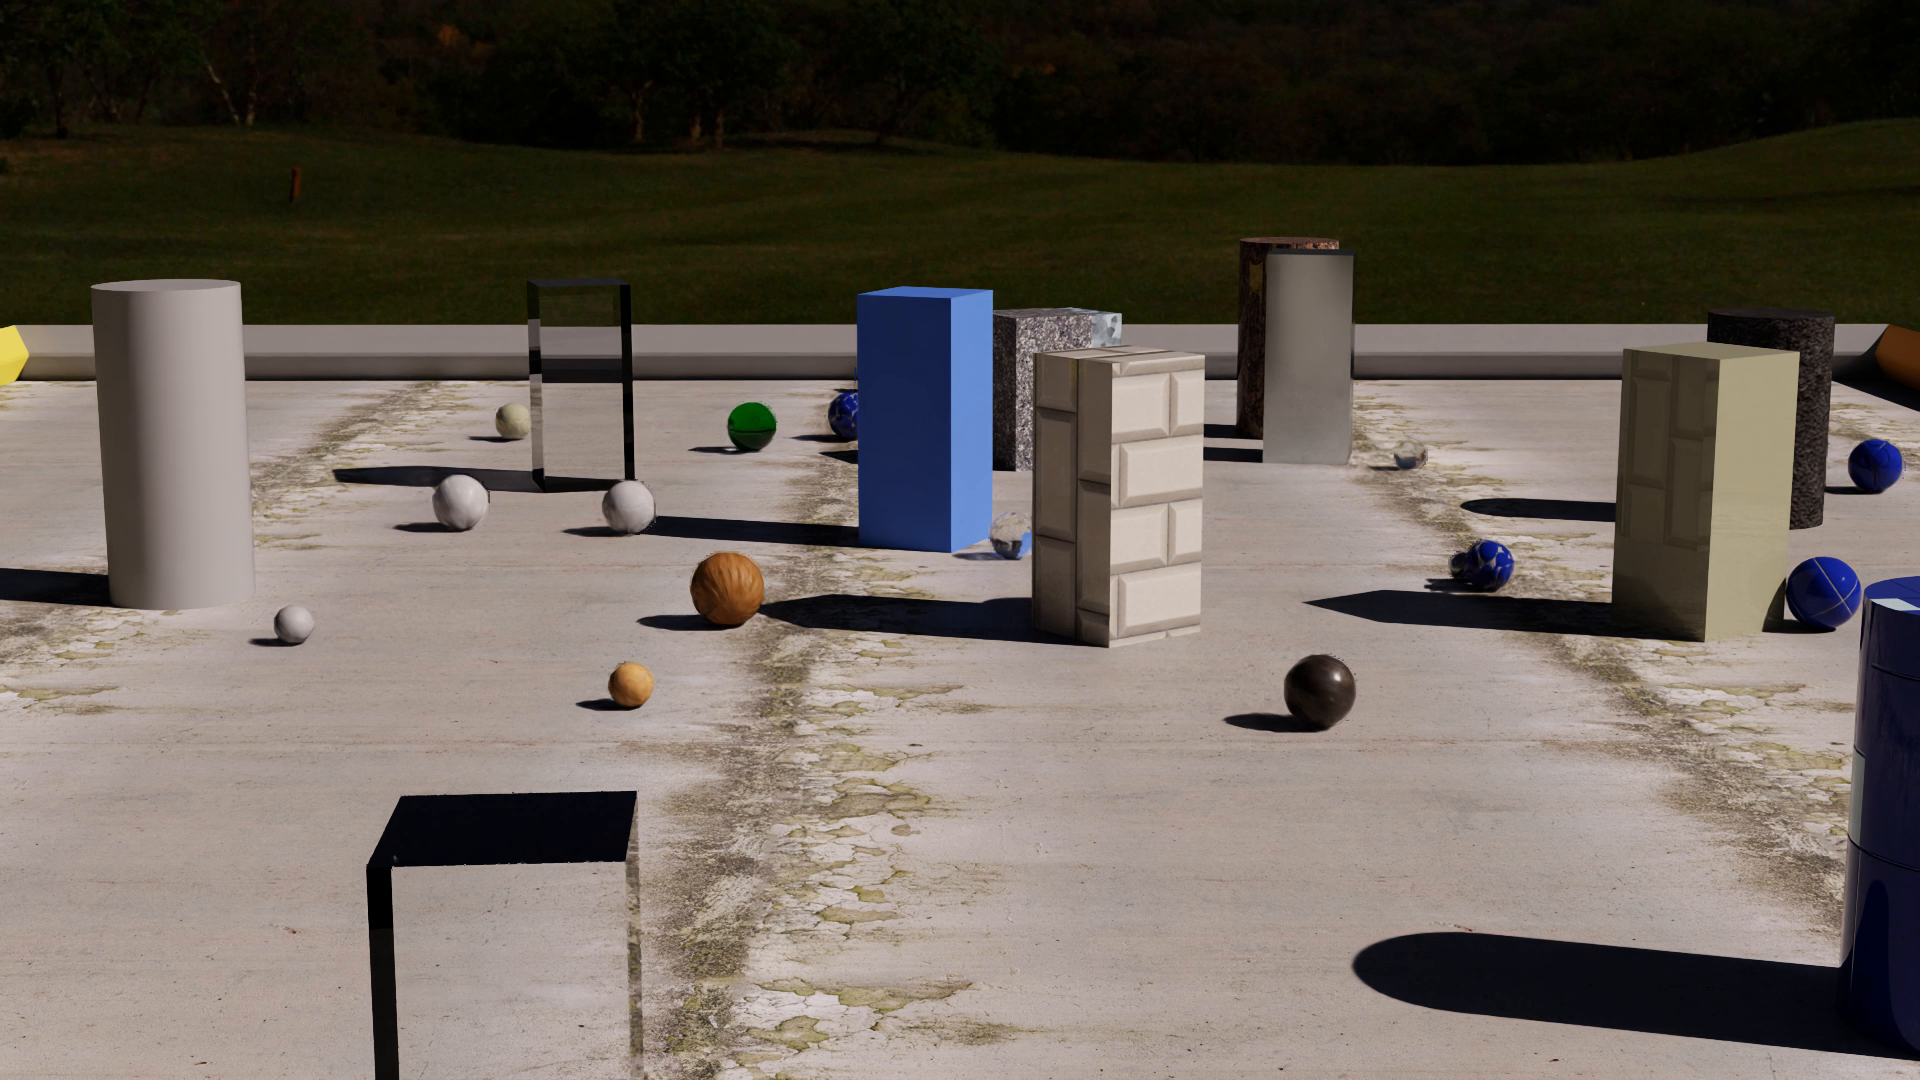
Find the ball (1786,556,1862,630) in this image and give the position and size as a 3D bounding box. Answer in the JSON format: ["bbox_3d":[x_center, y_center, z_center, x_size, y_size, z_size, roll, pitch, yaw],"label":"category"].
[{"bbox_3d":[1.125,0.069,3.343,0.096,0.096,0.096,0,11,0],"label":"ball"}]

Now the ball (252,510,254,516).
[{"bbox_3d":[-1.138,-0.042,3.968,0.086,0.086,0.086,0,11,0],"label":"ball"}]

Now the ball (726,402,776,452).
[{"bbox_3d":[-0.397,-0.215,4.878,0.094,0.094,0.094,0,11,0],"label":"ball"}]

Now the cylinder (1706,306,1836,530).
[{"bbox_3d":[1.295,-0.198,4.124,0.194,0.335,0.194,0,11,0],"label":"cylinder"}]

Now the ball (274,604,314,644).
[{"bbox_3d":[-0.847,0.107,3.261,0.050,0.050,0.050,0,11,0],"label":"ball"}]

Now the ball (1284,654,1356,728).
[{"bbox_3d":[0.400,0.167,2.852,0.081,0.081,0.081,0,11,0],"label":"ball"}]

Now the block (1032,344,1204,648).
[{"bbox_3d":[0.203,-0.061,3.315,0.156,0.361,0.156,-8,13,-37],"label":"block"}]

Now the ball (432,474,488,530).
[{"bbox_3d":[-0.790,-0.060,4.056,0.088,0.088,0.088,0,11,0],"label":"ball"}]

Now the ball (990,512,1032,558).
[{"bbox_3d":[0.079,-0.007,3.822,0.070,0.070,0.070,0,11,0],"label":"ball"}]

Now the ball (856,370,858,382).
[{"bbox_3d":[-0.199,-0.371,5.776,0.072,0.072,0.072,0,11,0],"label":"ball"}]

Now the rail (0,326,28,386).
[{"bbox_3d":[-2.162,0.035,3.437,0.045,0.126,5.170,0,11,0],"label":"rail"}]

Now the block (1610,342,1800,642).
[{"bbox_3d":[0.969,-0.067,3.343,0.156,0.362,0.156,-7,13,-34],"label":"block"}]

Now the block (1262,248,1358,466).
[{"bbox_3d":[0.651,-0.342,4.766,0.156,0.385,0.156,2,11,11],"label":"block"}]

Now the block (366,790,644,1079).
[{"bbox_3d":[-0.287,0.305,1.653,0.156,0.249,0.156,-1,11,-4],"label":"block"}]

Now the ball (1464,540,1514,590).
[{"bbox_3d":[0.740,0.036,3.593,0.069,0.069,0.069,0,11,0],"label":"ball"}]

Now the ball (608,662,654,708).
[{"bbox_3d":[-0.377,0.166,2.939,0.051,0.051,0.051,0,11,0],"label":"ball"}]

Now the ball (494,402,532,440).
[{"bbox_3d":[-0.875,-0.233,5.027,0.074,0.074,0.074,0,11,0],"label":"ball"}]

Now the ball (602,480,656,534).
[{"bbox_3d":[-0.519,-0.051,4.020,0.084,0.084,0.084,0,11,0],"label":"ball"}]

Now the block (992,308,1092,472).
[{"bbox_3d":[0.134,-0.279,4.718,0.156,0.277,0.156,-5,12,-27],"label":"block"}]

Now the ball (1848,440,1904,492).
[{"bbox_3d":[1.575,-0.128,4.416,0.091,0.091,0.091,0,11,0],"label":"ball"}]

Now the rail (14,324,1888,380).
[{"bbox_3d":[-0.015,-0.435,5.967,4.371,0.126,0.045,0,11,0],"label":"rail"}]

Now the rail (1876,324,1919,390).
[{"bbox_3d":[2.162,0.030,3.461,0.045,0.126,5.170,0,11,0],"label":"rail"}]

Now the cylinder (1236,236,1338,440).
[{"bbox_3d":[0.647,-0.401,5.080,0.194,0.385,0.194,0,11,0],"label":"cylinder"}]

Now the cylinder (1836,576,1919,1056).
[{"bbox_3d":[0.778,0.208,1.947,0.194,0.332,0.194,0,11,0],"label":"cylinder"}]

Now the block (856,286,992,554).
[{"bbox_3d":[-0.052,-0.188,3.933,0.156,0.384,0.156,5,12,24],"label":"block"}]

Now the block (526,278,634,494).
[{"bbox_3d":[-0.661,-0.272,4.469,0.156,0.354,0.156,-3,11,-17],"label":"block"}]

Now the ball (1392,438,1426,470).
[{"bbox_3d":[0.817,-0.157,4.662,0.059,0.059,0.059,0,11,0],"label":"ball"}]

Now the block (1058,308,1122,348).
[{"bbox_3d":[0.206,-0.323,5.039,0.156,0.247,0.156,-8,13,-36],"label":"block"}]

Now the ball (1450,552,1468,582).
[{"bbox_3d":[0.719,0.039,3.648,0.044,0.044,0.044,0,11,0],"label":"ball"}]

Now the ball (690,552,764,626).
[{"bbox_3d":[-0.305,0.064,3.363,0.097,0.097,0.097,0,11,0],"label":"ball"}]

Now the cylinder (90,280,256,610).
[{"bbox_3d":[-1.077,-0.134,3.520,0.194,0.431,0.194,0,11,0],"label":"cylinder"}]

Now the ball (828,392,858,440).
[{"bbox_3d":[-0.212,-0.244,5.029,0.095,0.095,0.095,0,11,0],"label":"ball"}]
